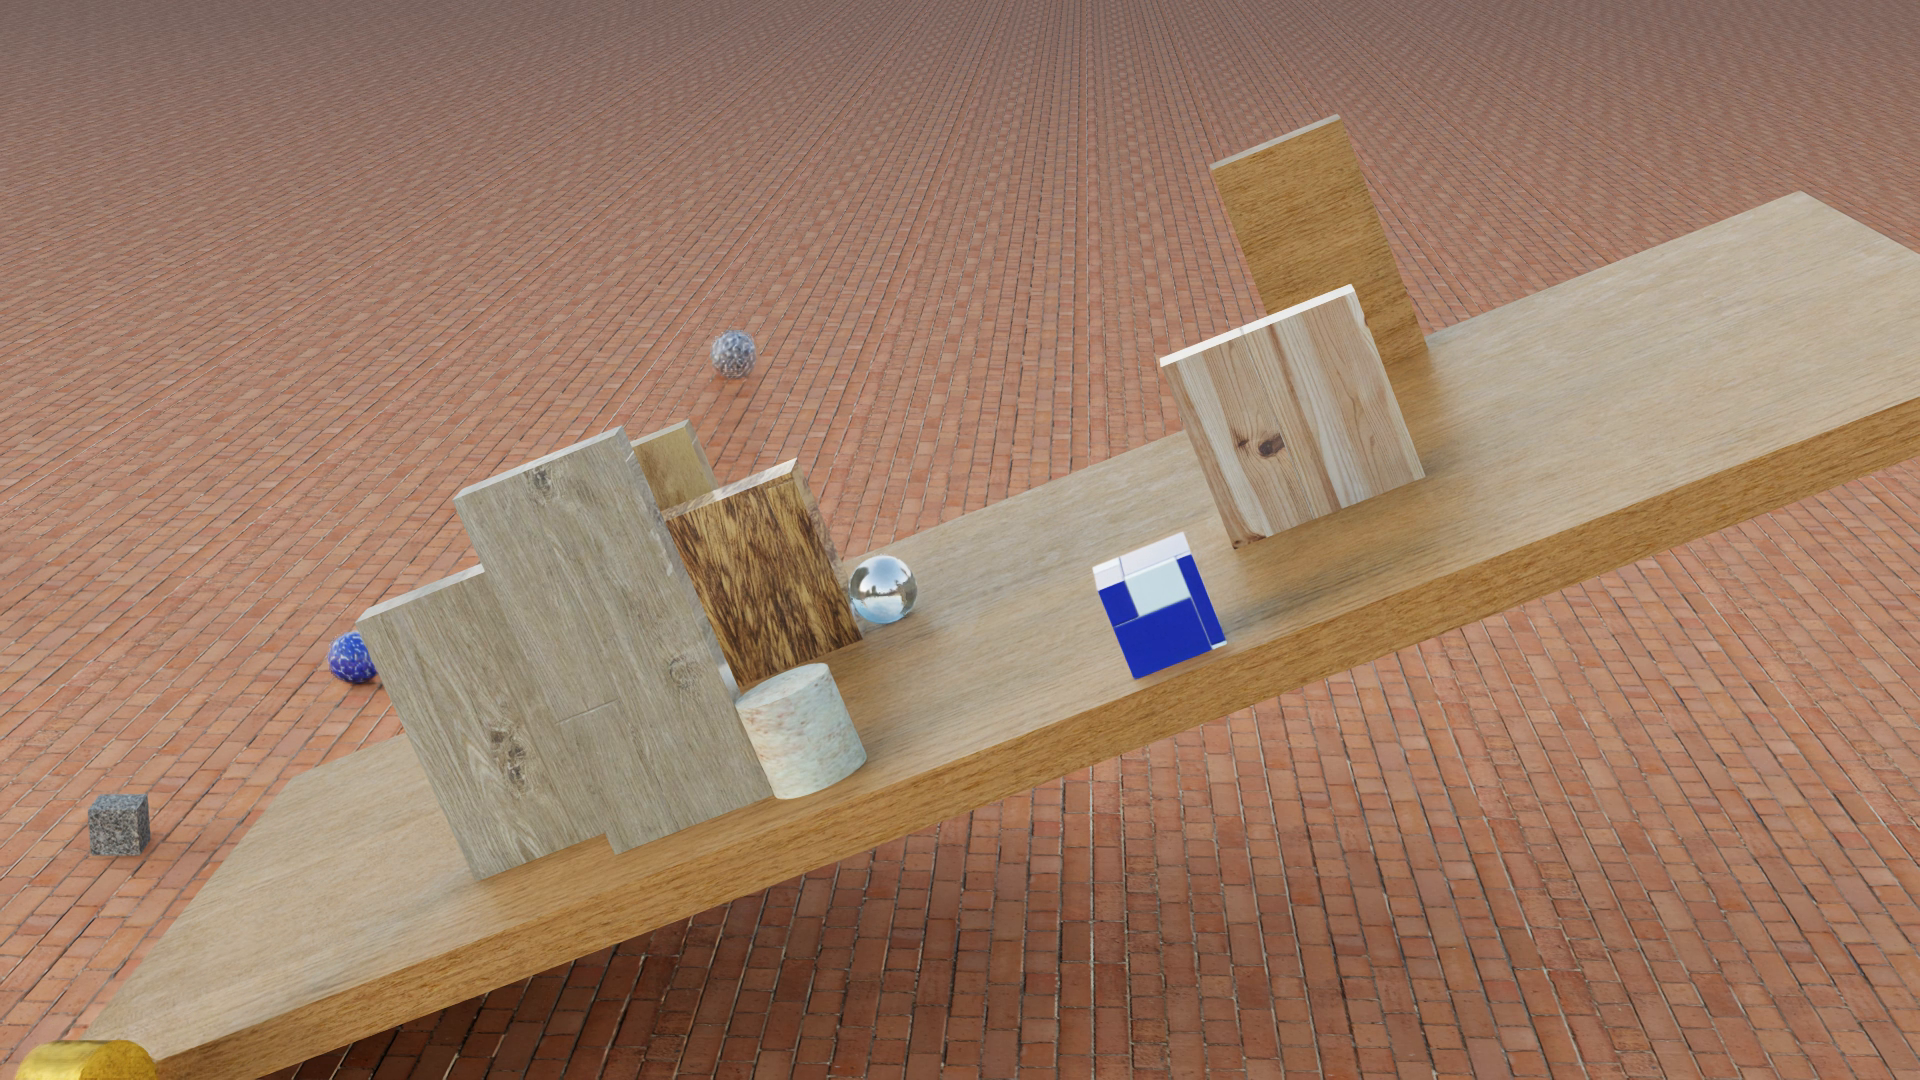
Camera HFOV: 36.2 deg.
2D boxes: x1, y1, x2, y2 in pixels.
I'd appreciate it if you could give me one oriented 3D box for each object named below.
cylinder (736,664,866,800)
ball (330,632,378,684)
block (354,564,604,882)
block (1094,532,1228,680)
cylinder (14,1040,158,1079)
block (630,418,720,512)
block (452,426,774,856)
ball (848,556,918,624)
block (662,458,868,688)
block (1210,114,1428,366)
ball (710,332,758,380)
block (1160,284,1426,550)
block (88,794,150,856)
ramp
[{"bbox_3d":[-0.300,0.360,5.556,0.190,0.190,0.190,-22,12,5],"label":"cylinder"},{"bbox_3d":[-1.766,0.344,8.604,0.155,0.155,0.155,0,14,0],"label":"ball"},{"bbox_3d":[-0.936,0.356,5.810,0.282,0.573,0.108,-21,12,7],"label":"block"},{"bbox_3d":[0.366,0.120,5.410,0.181,0.181,0.181,-22,12,5],"label":"block"},{"bbox_3d":[-1.589,1.002,5.349,0.182,0.182,0.182,-8,7,35],"label":"cylinder"},{"bbox_3d":[-0.669,0.038,6.764,0.327,0.546,0.091,-21,12,7],"label":"block"},{"bbox_3d":[-0.646,0.193,5.564,0.332,0.750,0.093,-21,12,7],"label":"block"},{"bbox_3d":[-0.170,0.109,6.498,0.151,0.151,0.151,0,14,0],"label":"ball"},{"bbox_3d":[-0.460,0.085,6.516,0.373,0.406,0.144,-21,12,7],"label":"block"},{"bbox_3d":[0.850,-0.671,6.973,0.323,0.587,0.110,-21,12,7],"label":"block"},{"bbox_3d":[-1.011,-0.826,13.177,0.209,0.209,0.209,0,14,0],"label":"ball"},{"bbox_3d":[0.667,-0.246,5.909,0.409,0.404,0.089,-21,12,7],"label":"block"},{"bbox_3d":[-2.071,0.702,7.246,0.118,0.118,0.118,-1,14,-2],"label":"block"},{"bbox_3d":[0.125,0.173,6.289,4.000,0.100,2.000,-21,12,7],"label":"ramp"}]
